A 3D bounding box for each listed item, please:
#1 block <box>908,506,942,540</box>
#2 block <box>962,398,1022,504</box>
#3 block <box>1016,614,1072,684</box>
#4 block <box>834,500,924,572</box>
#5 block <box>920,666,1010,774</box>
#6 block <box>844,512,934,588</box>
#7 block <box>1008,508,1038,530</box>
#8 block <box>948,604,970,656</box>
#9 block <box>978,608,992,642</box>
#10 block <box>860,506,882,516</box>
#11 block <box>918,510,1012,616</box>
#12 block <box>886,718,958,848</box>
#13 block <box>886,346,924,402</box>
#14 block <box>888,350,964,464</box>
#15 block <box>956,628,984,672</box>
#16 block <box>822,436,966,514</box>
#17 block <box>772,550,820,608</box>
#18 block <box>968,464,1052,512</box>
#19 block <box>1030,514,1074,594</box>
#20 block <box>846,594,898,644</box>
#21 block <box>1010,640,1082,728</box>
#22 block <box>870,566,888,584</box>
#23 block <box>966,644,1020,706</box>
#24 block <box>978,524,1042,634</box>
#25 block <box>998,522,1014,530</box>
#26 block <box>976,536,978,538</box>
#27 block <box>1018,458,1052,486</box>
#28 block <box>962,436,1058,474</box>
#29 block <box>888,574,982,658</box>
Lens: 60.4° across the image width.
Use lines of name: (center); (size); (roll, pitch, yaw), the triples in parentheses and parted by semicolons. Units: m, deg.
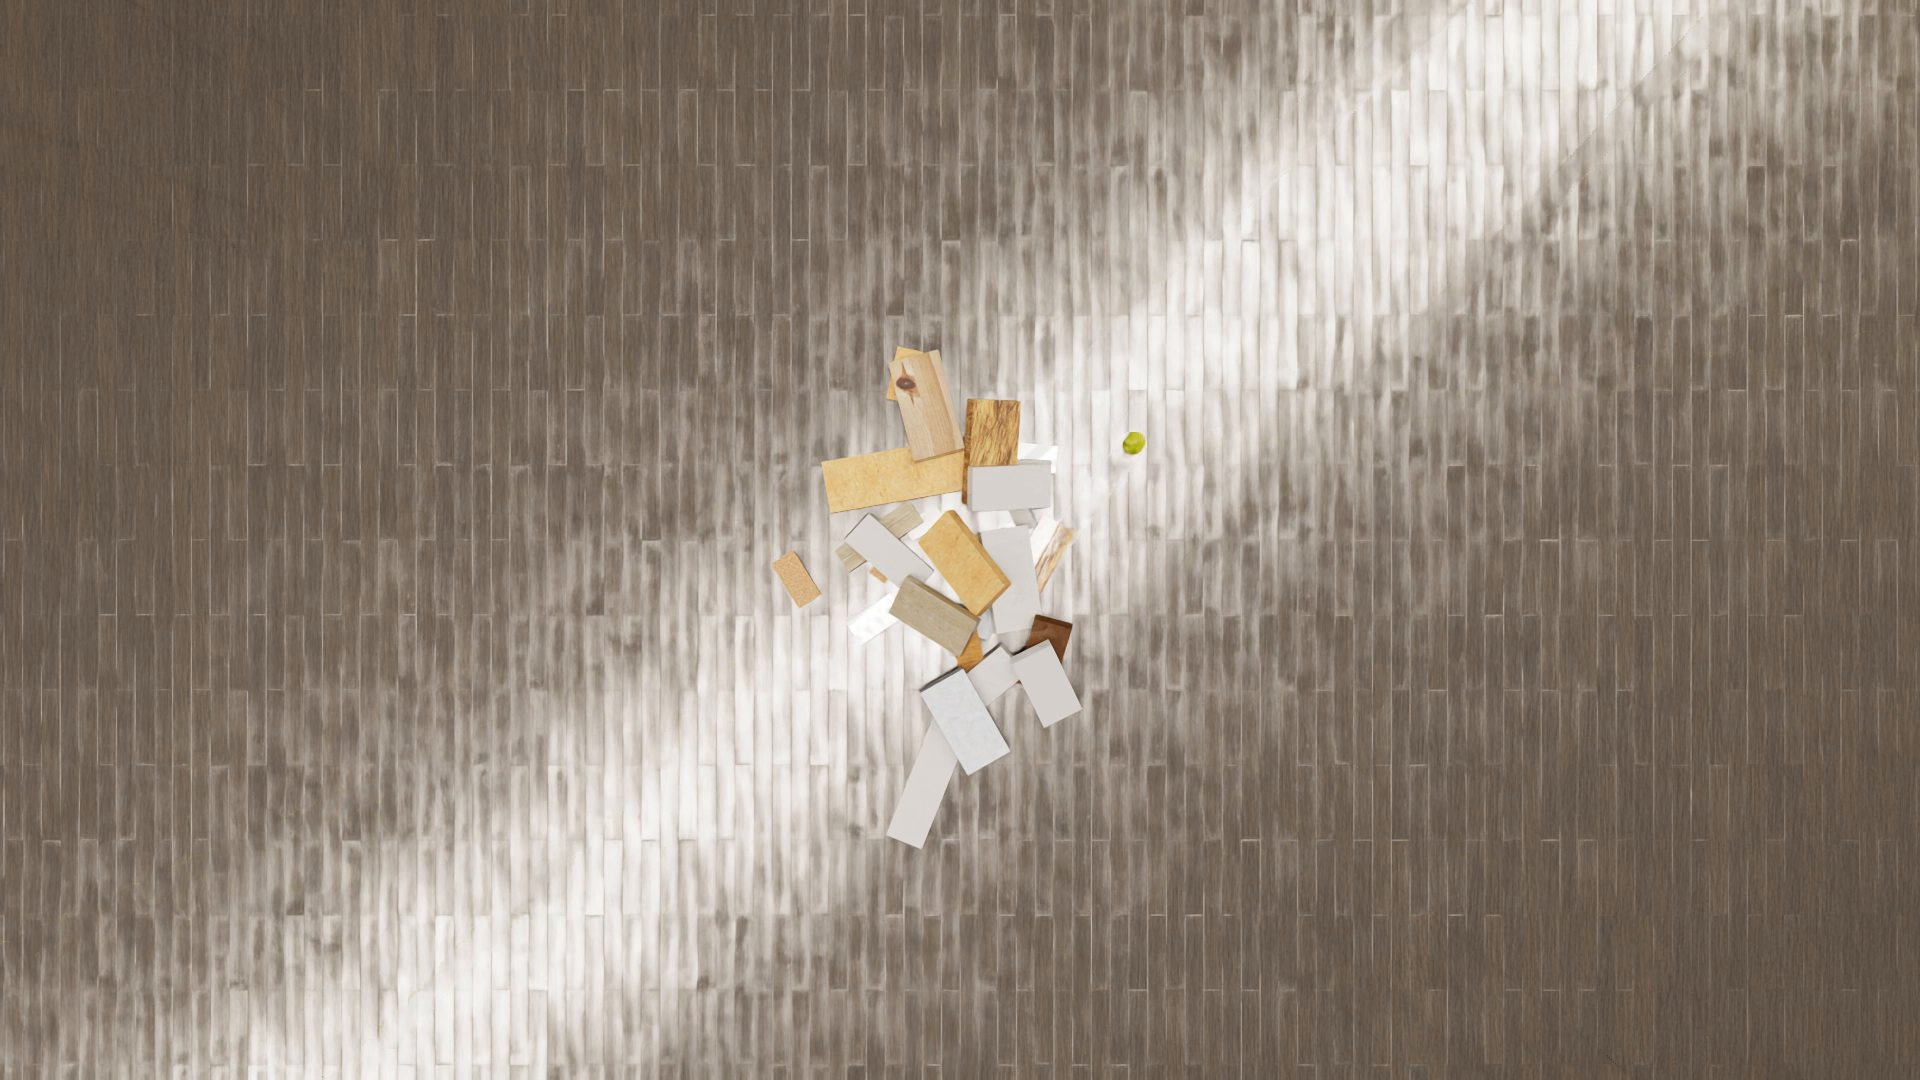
block: (-0.119, -0.056, 5.491); (0.128, 0.018, 0.064); (-29, 90, 0)
block: (0.102, -0.287, 5.386); (0.171, 0.048, 0.342); (0, 98, -24)
block: (0.276, 0.373, 5.426); (0.126, 0.036, 0.252); (15, 117, 0)
block: (-0.268, -0.012, 5.475); (0.300, 0.025, 0.087); (-34, 83, 3)
block: (0.016, 0.594, 5.424); (0.161, 0.046, 0.322); (-30, 100, -1)
block: (-0.233, 0.050, 5.447); (0.294, 0.034, 0.120); (42, 96, -12)
block: (0.199, -0.100, 5.472); (0.072, 0.020, 0.143); (-24, 90, 32)
block: (0.008, 0.300, 5.488); (0.088, 0.025, 0.176); (2, 90, 0)
block: (0.085, 0.237, 5.469); (0.088, 0.025, 0.175); (22, 84, -12)
block: (-0.316, -0.145, 5.491); (0.064, 0.018, 0.128); (-25, 90, 0)
block: (0.013, 0.075, 5.396); (0.161, 0.046, 0.322); (-47, 70, 27)
block: (-0.101, 0.791, 5.482); (0.126, 0.036, 0.452); (22, 90, 0)
block: (-0.183, -0.547, 5.488); (0.088, 0.025, 0.176); (12, 90, 0)
block: (-0.110, -0.439, 5.423); (0.171, 0.048, 0.342); (-15, 81, 0)
block: (0.031, 0.384, 5.457); (0.088, 0.025, 0.176); (-12, 111, 0)
block: (-0.183, -0.218, 5.454); (0.526, 0.048, 0.171); (-10, 90, 1)
block: (-0.544, 0.131, 5.488); (0.087, 0.025, 0.174); (-32, 90, 0)
block: (0.162, -0.173, 5.381); (0.283, 0.040, 0.141); (-3, 100, -24)
block: (0.271, 0.049, 5.483); (0.120, 0.034, 0.239); (29, 90, 0)
block: (-0.281, 0.263, 5.488); (0.176, 0.025, 0.088); (-34, 90, 0)
block: (0.283, 0.472, 5.414); (0.141, 0.040, 0.283); (-26, 119, 0)
block: (-0.240, 0.075, 5.491); (0.064, 0.018, 0.128); (35, 90, 0)
block: (0.083, 0.468, 5.444); (0.252, 0.036, 0.126); (-40, 98, 14)
block: (0.166, 0.129, 5.420); (0.161, 0.046, 0.337); (-9, 91, -14)
block: (0.127, 0.003, 5.490); (0.143, 0.020, 0.072); (-27, 90, 0)
block: (0.104, 0.104, 5.447); (0.120, 0.034, 0.239); (-1, 89, -14)
block: (0.216, -0.224, 5.464); (0.174, 0.025, 0.087); (1, 98, 1)
block: (0.160, -0.283, 5.488); (0.322, 0.025, 0.088); (6, 90, 0)
block: (-0.084, 0.248, 5.398); (0.283, 0.040, 0.141); (31, 113, 13)
